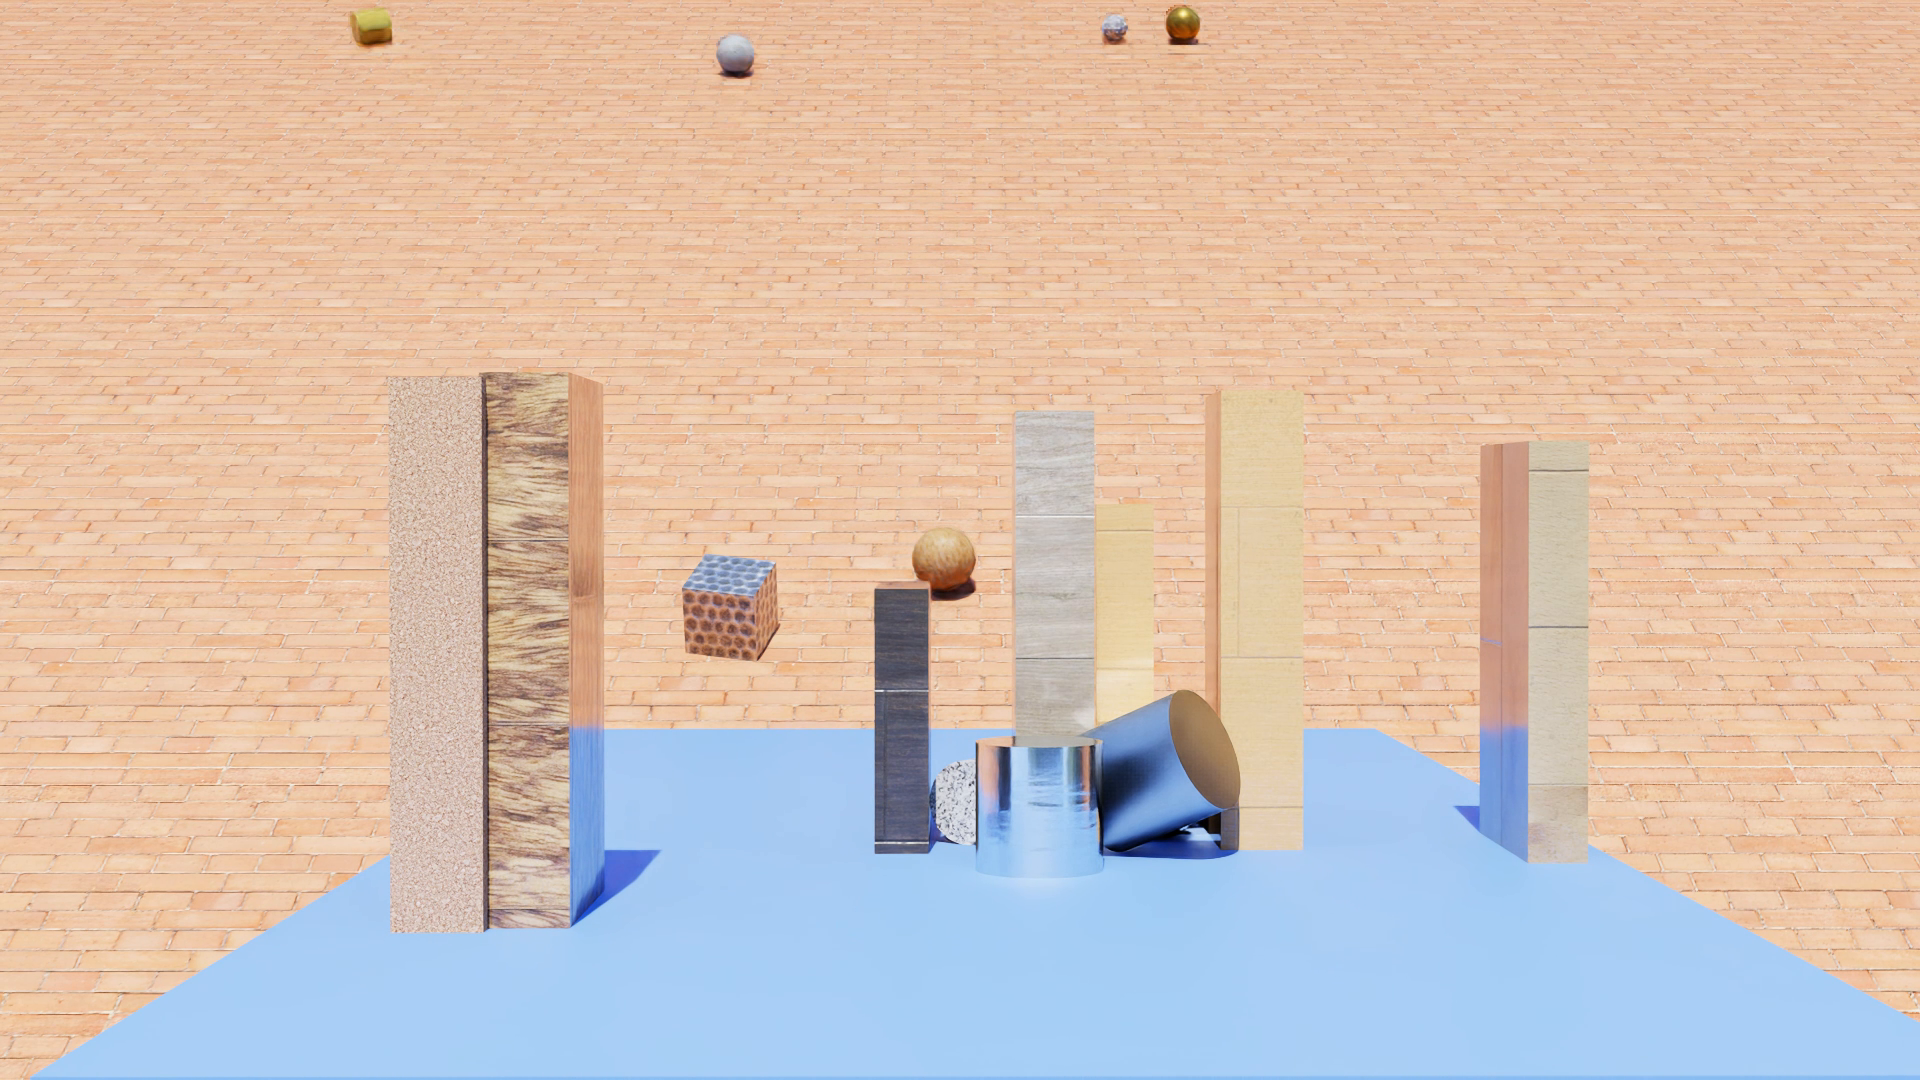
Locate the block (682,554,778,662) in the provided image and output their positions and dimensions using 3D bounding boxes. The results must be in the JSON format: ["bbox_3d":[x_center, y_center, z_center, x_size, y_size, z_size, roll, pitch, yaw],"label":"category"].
[{"bbox_3d":[-0.633,0.186,7.135,0.205,0.205,0.205,6,28,12],"label":"block"}]

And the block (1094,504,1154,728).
[{"bbox_3d":[0.298,0.220,4.812,0.103,0.574,0.283,0,1,0],"label":"block"}]

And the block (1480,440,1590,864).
[{"bbox_3d":[0.956,0.177,4.317,0.096,0.675,0.384,0,1,0],"label":"block"}]

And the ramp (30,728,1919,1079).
[{"bbox_3d":[0.062,0.561,4.599,2.000,0.100,4.000,0,1,0],"label":"ramp"}]

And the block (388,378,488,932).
[{"bbox_3d":[-0.703,0.152,3.628,0.124,0.745,0.332,0,1,0],"label":"block"}]

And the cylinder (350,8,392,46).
[{"bbox_3d":[-2.771,-2.414,12.165,0.153,0.153,0.153,-14,31,-25],"label":"cylinder"}]

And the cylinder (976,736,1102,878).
[{"bbox_3d":[0.125,0.417,4.064,0.202,0.202,0.202,0,1,0],"label":"cylinder"}]

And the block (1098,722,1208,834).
[{"bbox_3d":[0.341,0.420,4.583,0.182,0.182,0.182,0,1,0],"label":"block"}]

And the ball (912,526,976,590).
[{"bbox_3d":[-0.046,0.054,7.410,0.184,0.184,0.184,0,28,0],"label":"ball"}]

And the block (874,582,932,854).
[{"bbox_3d":[-0.096,0.295,4.426,0.089,0.436,0.374,0,1,0],"label":"block"}]

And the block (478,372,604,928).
[{"bbox_3d":[-0.590,0.147,3.669,0.121,0.754,0.348,0,1,0],"label":"block"}]

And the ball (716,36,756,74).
[{"bbox_3d":[-1.020,-2.207,11.745,0.175,0.175,0.175,0,28,0],"label":"ball"}]

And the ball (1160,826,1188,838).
[{"bbox_3d":[0.349,0.459,4.439,0.107,0.107,0.107,0,28,0],"label":"ball"}]

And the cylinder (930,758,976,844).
[{"bbox_3d":[0.045,0.442,4.418,0.143,0.143,0.143,15,8,27],"label":"cylinder"}]

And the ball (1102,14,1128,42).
[{"bbox_3d":[0.730,-2.420,12.209,0.124,0.124,0.124,0,28,0],"label":"ball"}]

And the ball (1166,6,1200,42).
[{"bbox_3d":[1.054,-2.437,12.196,0.164,0.164,0.164,0,28,0],"label":"ball"}]

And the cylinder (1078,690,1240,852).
[{"bbox_3d":[0.316,0.379,4.235,0.207,0.207,0.207,-27,15,28],"label":"cylinder"}]

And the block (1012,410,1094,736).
[{"bbox_3d":[0.164,0.142,4.623,0.136,0.736,0.311,0,1,0],"label":"block"}]

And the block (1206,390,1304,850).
[{"bbox_3d":[0.501,0.132,4.420,0.136,0.763,0.275,0,1,0],"label":"block"}]
